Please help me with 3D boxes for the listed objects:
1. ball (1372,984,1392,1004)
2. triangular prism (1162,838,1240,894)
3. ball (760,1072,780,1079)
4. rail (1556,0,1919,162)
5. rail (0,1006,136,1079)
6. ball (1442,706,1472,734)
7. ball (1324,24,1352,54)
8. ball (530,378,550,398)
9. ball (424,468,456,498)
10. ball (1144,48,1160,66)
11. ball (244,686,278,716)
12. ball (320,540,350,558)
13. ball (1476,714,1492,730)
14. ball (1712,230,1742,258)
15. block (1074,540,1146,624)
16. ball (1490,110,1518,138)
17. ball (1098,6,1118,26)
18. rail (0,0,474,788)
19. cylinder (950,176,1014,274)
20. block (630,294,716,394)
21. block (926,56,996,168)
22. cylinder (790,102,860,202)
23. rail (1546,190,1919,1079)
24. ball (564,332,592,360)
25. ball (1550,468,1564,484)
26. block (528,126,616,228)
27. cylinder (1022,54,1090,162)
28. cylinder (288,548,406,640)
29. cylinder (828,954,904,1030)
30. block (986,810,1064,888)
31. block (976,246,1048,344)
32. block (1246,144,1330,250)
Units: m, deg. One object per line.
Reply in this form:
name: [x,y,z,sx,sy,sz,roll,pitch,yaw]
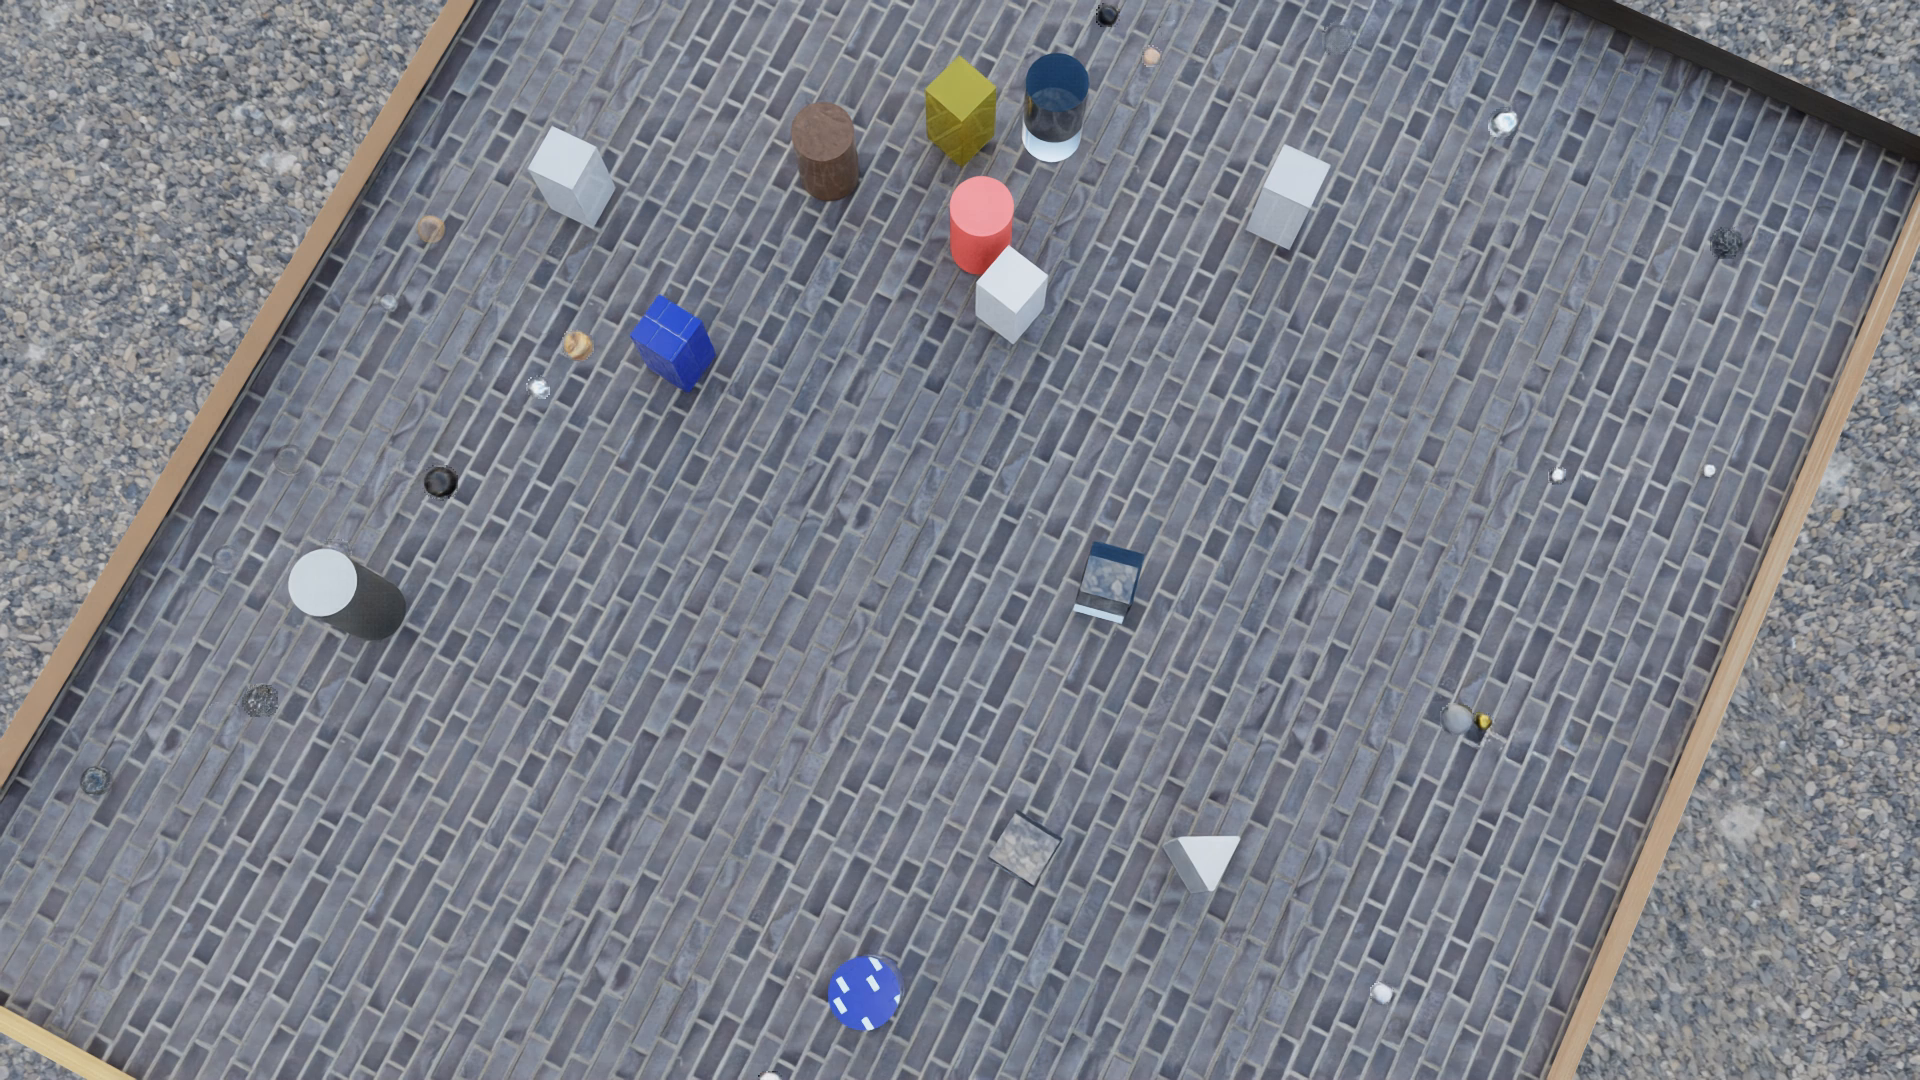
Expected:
ball: [1.225,1.317,5.316,0.055,0.055,0.055,0,78,0]
triangular prism: [0.704,0.893,5.214,0.144,0.427,0.166,-30,80,-6]
ball: [-0.544,1.563,5.261,0.064,0.064,0.064,0,78,0]
rail: [1.107,-2.162,5.999,4.490,0.124,0.045,26,80,5]
rail: [-1.107,2.175,5.102,4.490,0.124,0.045,26,80,5]
ball: [1.482,0.536,5.461,0.087,0.087,0.087,0,78,0]
ball: [1.217,-1.612,5.904,0.091,0.091,0.091,0,78,0]
ball: [-1.305,-0.471,5.682,0.061,0.061,0.061,0,78,0]
ball: [-1.588,-0.175,5.604,0.096,0.096,0.096,0,78,0]
ball: [0.618,-1.559,5.912,0.052,0.052,0.052,0,78,0]
ball: [-2.087,0.481,5.471,0.090,0.090,0.090,0,78,0]
ball: [-1.897,0.045,5.562,0.088,0.088,0.088,0,78,0]
ball: [1.565,0.545,5.479,0.048,0.048,0.048,0,78,0]
ball: [2.414,-0.933,5.764,0.088,0.088,0.088,0,78,0]
block: [0.438,0.127,5.416,0.153,0.341,0.153,15,79,3]
ball: [1.737,-1.328,5.847,0.087,0.087,0.087,0,78,0]
ball: [0.480,-1.698,5.934,0.065,0.065,0.065,0,78,0]
rail: [-1.987,-0.966,5.752,0.045,0.124,4.999,26,80,5]
cylinder: [0.065,-0.965,5.645,0.192,0.334,0.192,0,78,0]
block: [-0.869,-0.592,5.571,0.153,0.328,0.153,33,80,6]
block: [0.003,-1.331,5.714,0.153,0.349,0.153,43,81,8]
cylinder: [-0.416,-1.205,5.704,0.192,0.317,0.192,0,78,0]
rail: [1.987,0.979,5.349,0.045,0.124,4.999,26,80,5]
ball: [-1.187,-0.605,5.697,0.087,0.087,0.087,0,78,0]
ball: [1.836,-0.197,5.634,0.046,0.046,0.046,0,78,0]
block: [-1.201,-1.122,5.686,0.153,0.318,0.153,26,79,5]
cylinder: [0.294,-1.342,5.705,0.192,0.371,0.192,0,78,0]
cylinder: [-1.781,0.165,5.347,0.192,0.461,0.192,0,78,0]
cylinder: [-0.257,1.258,5.122,0.192,0.458,0.192,0,78,0]
block: [0.184,0.891,5.277,0.153,0.305,0.153,32,80,6]
block: [0.156,-0.748,5.618,0.153,0.300,0.153,39,81,7]
block: [1.009,-1.055,5.657,0.153,0.349,0.153,26,79,5]
